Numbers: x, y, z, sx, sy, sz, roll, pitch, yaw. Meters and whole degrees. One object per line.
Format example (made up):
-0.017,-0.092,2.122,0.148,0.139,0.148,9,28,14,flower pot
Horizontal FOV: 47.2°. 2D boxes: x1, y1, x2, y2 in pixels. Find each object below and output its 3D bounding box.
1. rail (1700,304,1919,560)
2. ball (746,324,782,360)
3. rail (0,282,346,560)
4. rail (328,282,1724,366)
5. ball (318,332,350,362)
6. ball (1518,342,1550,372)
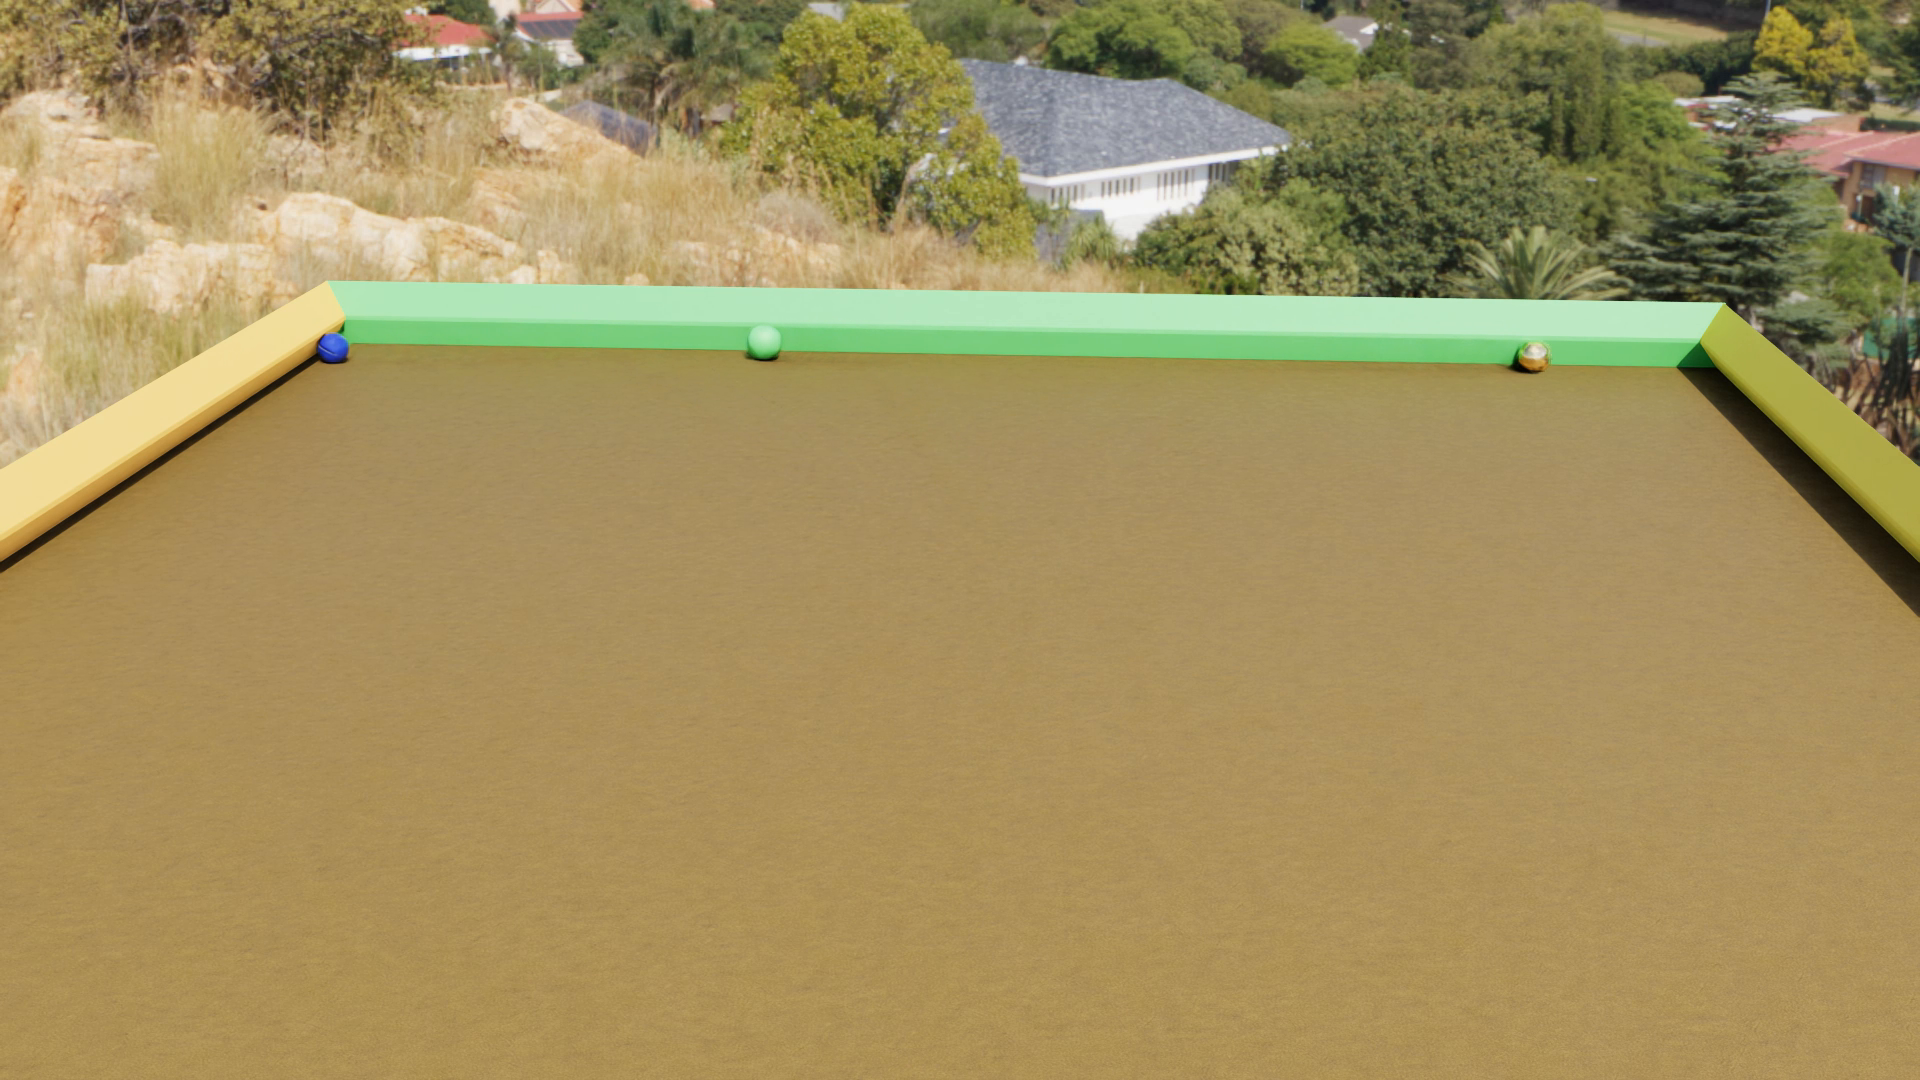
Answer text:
1.099,0.351,1.623,0.045,0.111,4.465,1,18,4,rail
-0.338,-0.342,3.796,0.062,0.062,0.062,0,18,0,ball
-1.269,0.294,1.796,0.045,0.111,4.465,1,18,4,rail
0.083,-0.370,3.800,2.422,0.111,0.045,1,18,4,rail
-1.075,-0.330,3.776,0.052,0.052,0.052,0,18,0,ball
0.969,-0.309,3.713,0.052,0.052,0.052,0,18,0,ball
